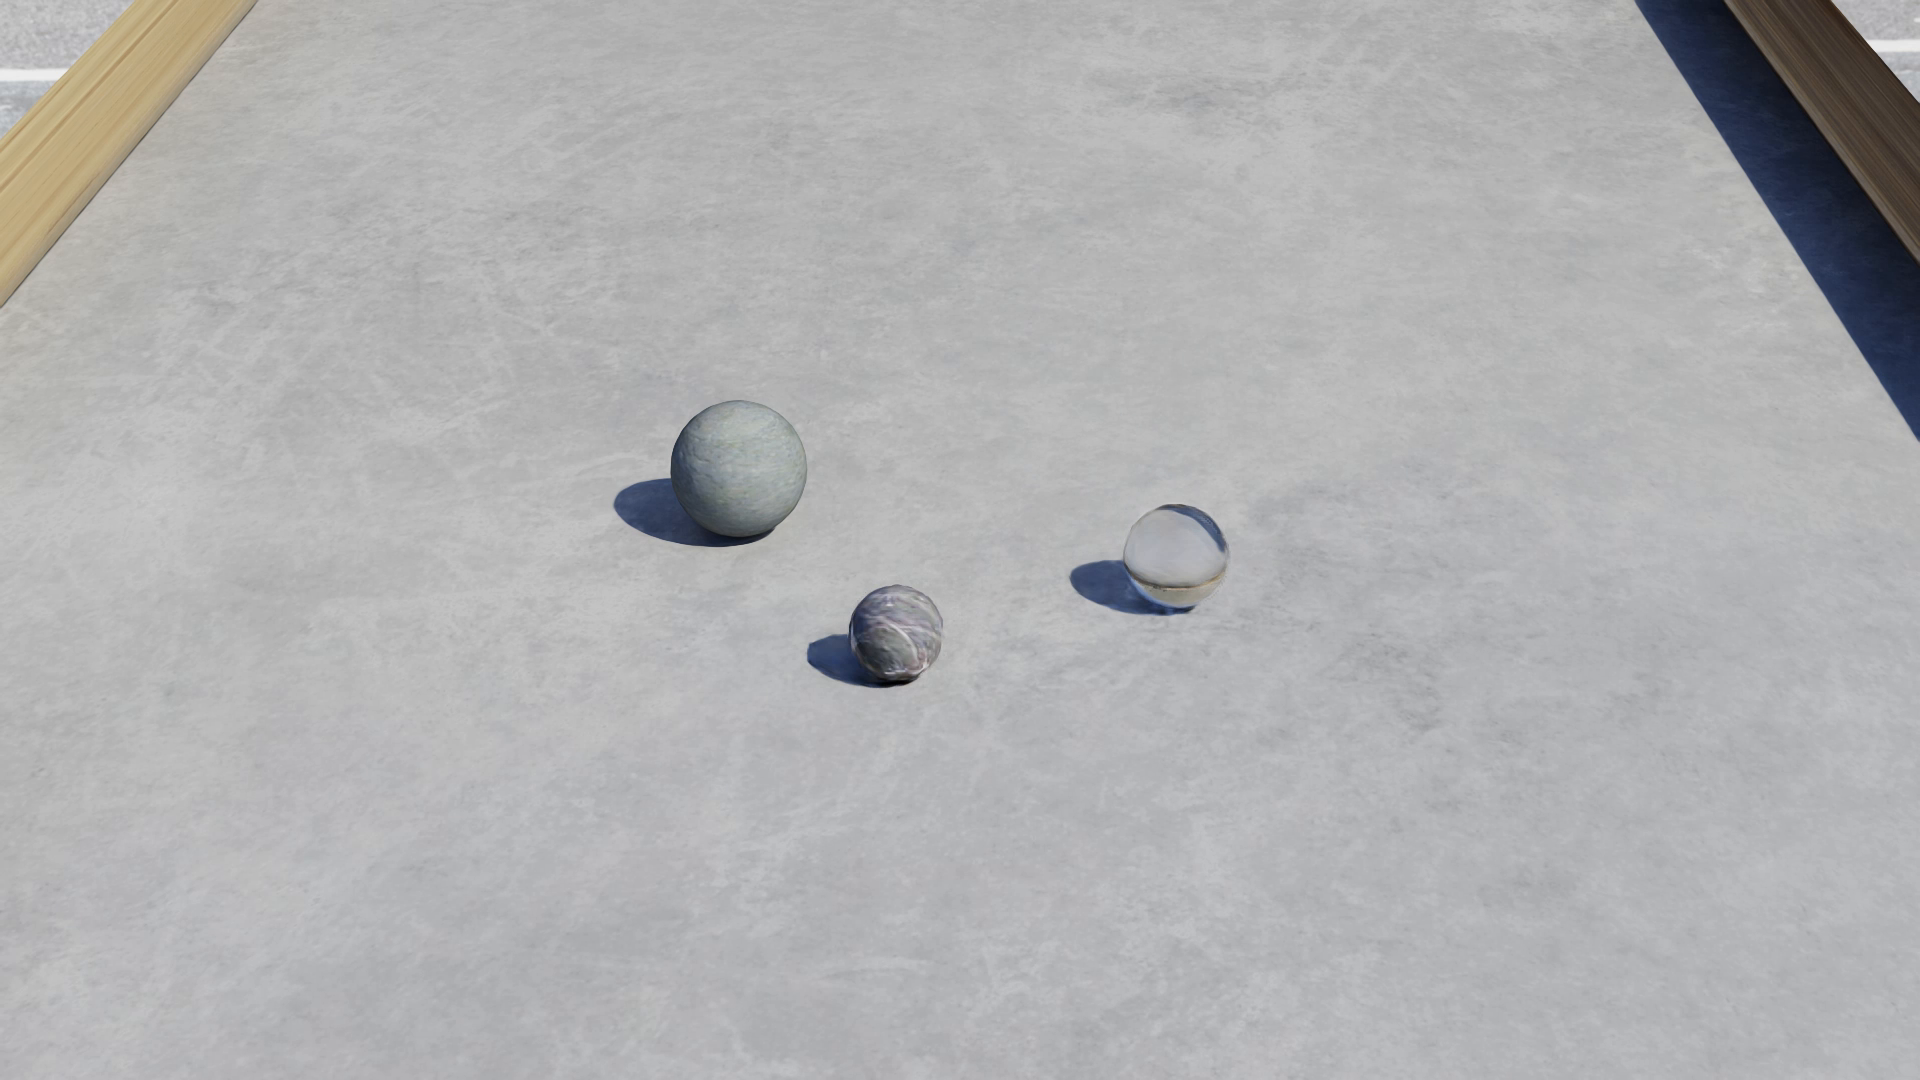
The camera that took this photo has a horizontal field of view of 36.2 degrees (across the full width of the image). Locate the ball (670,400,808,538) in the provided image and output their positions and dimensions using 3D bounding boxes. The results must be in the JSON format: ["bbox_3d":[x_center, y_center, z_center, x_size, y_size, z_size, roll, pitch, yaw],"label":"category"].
[{"bbox_3d":[-0.145,-0.047,1.934,0.090,0.090,0.090,0,27,0],"label":"ball"}]

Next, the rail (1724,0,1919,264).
[{"bbox_3d":[0.759,-0.337,2.483,0.045,0.117,2.920,1,27,1],"label":"rail"}]

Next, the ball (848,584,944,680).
[{"bbox_3d":[-0.038,0.056,1.765,0.058,0.058,0.058,0,27,0],"label":"ball"}]

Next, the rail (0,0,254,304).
[{"bbox_3d":[-0.726,-0.352,2.513,0.045,0.117,2.920,1,27,1],"label":"rail"}]

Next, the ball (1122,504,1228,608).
[{"bbox_3d":[0.135,0.010,1.847,0.066,0.066,0.066,0,27,0],"label":"ball"}]
